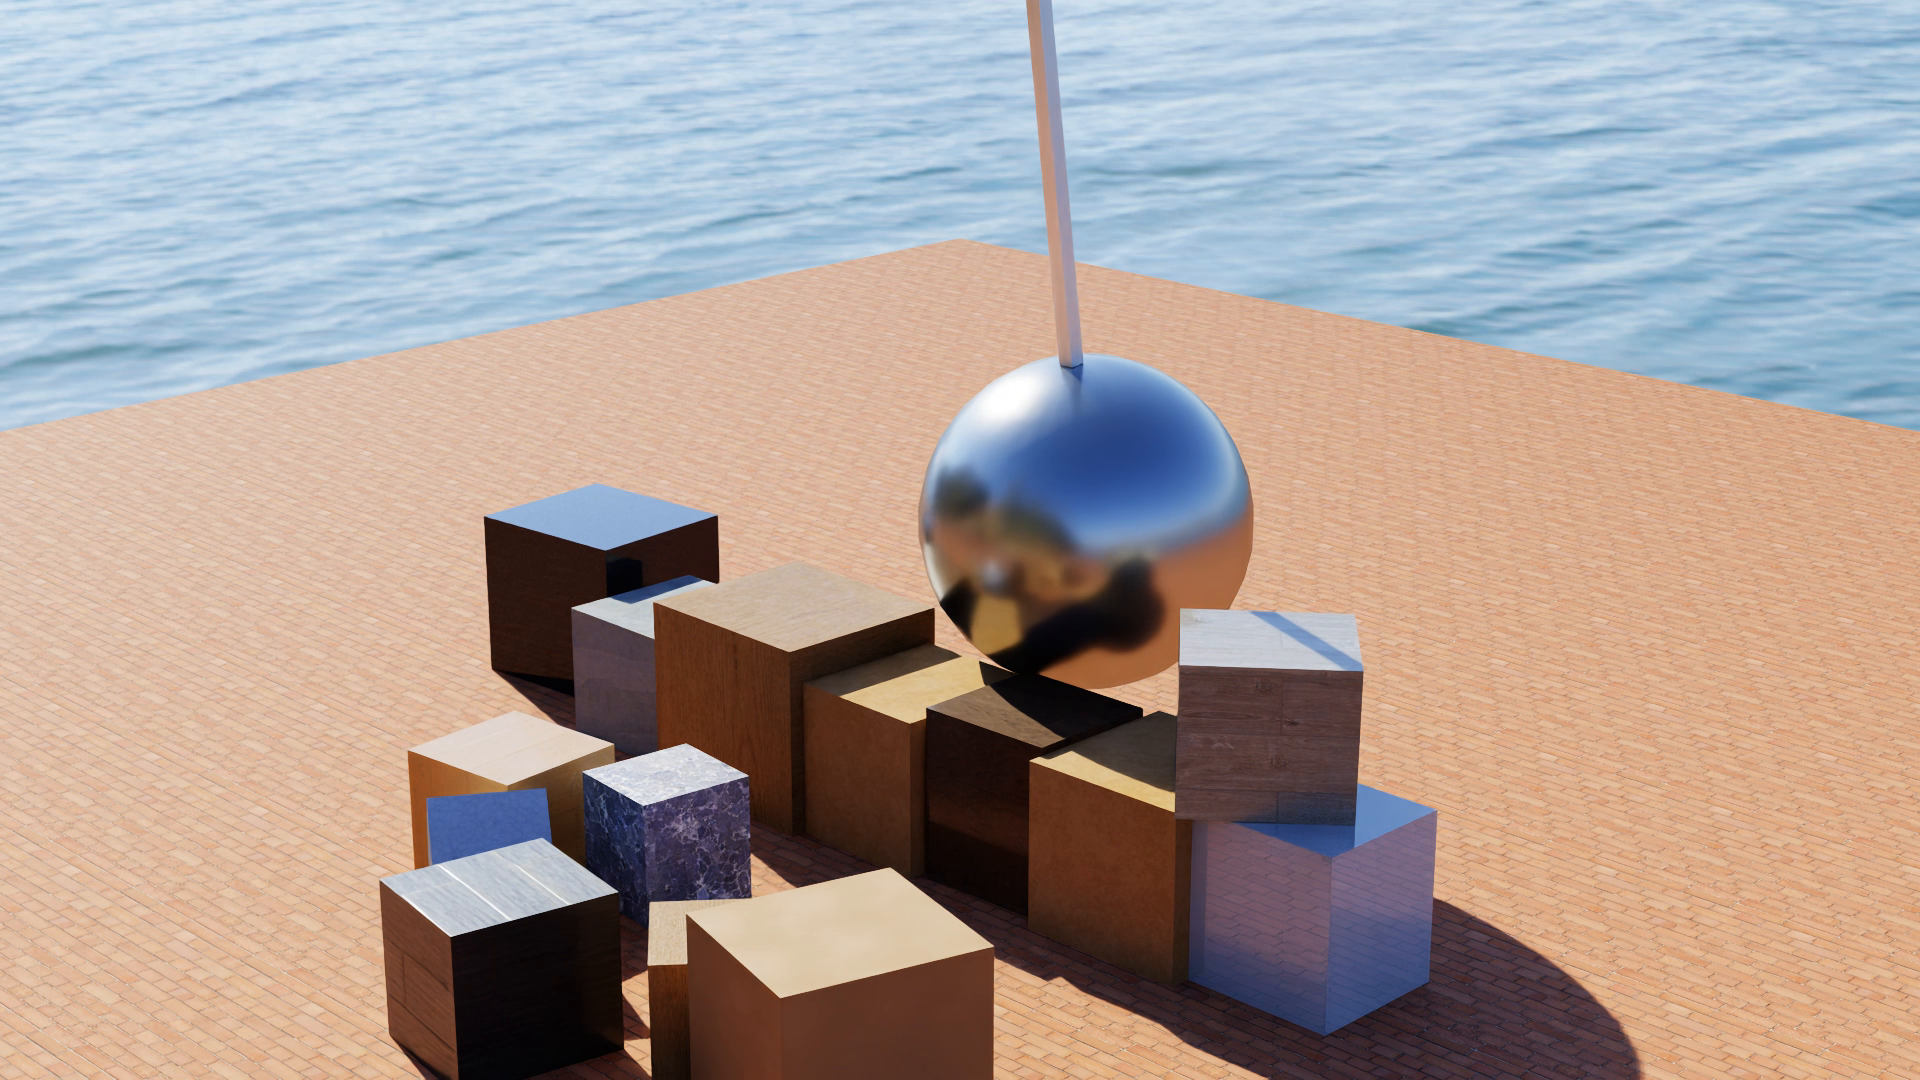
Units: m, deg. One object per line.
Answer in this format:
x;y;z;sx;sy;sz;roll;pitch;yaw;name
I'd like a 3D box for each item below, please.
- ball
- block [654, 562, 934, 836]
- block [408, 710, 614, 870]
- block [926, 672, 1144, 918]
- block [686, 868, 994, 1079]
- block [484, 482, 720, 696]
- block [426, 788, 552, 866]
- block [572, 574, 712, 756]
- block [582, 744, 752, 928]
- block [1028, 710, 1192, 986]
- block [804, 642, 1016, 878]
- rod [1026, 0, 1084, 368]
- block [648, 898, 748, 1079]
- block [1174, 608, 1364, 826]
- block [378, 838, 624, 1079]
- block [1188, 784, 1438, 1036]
0.598;-0.088;13.941;1.600;1.600;1.600;0;17;0;ball
-0.809;0.756;14.394;0.929;0.927;1.017;-16;24;-41;block
-2.045;1.227;13.441;0.672;0.599;0.649;14;22;38;block
0.335;1.150;13.300;0.706;0.830;0.675;16;24;42;block
-0.455;1.850;11.071;0.874;0.831;0.820;-9;20;-28;block
-1.939;0.287;15.967;0.952;0.879;0.832;14;22;38;block
-2.021;1.430;12.638;0.508;0.493;0.498;-4;55;-12;block
-1.430;0.674;15.069;0.776;0.678;0.798;-16;24;-42;block
-1.313;1.322;13.160;0.554;0.586;0.504;-13;22;-36;block
0.896;1.327;12.799;0.831;0.793;0.856;16;24;42;block
-0.188;1.025;13.819;0.809;0.759;0.732;-16;24;-41;block
0.259;-3.197;12.608;0.080;5.200;0.080;17;32;42;rod
-0.964;1.802;11.748;0.547;0.518;0.590;-1;18;-5;block
1.278;0.731;12.253;0.739;0.675;0.695;2;18;4;block
-1.838;1.704;11.772;0.727;0.690;0.658;-12;21;-33;block
1.475;1.491;12.292;0.705;0.785;0.731;-17;24;-42;block
